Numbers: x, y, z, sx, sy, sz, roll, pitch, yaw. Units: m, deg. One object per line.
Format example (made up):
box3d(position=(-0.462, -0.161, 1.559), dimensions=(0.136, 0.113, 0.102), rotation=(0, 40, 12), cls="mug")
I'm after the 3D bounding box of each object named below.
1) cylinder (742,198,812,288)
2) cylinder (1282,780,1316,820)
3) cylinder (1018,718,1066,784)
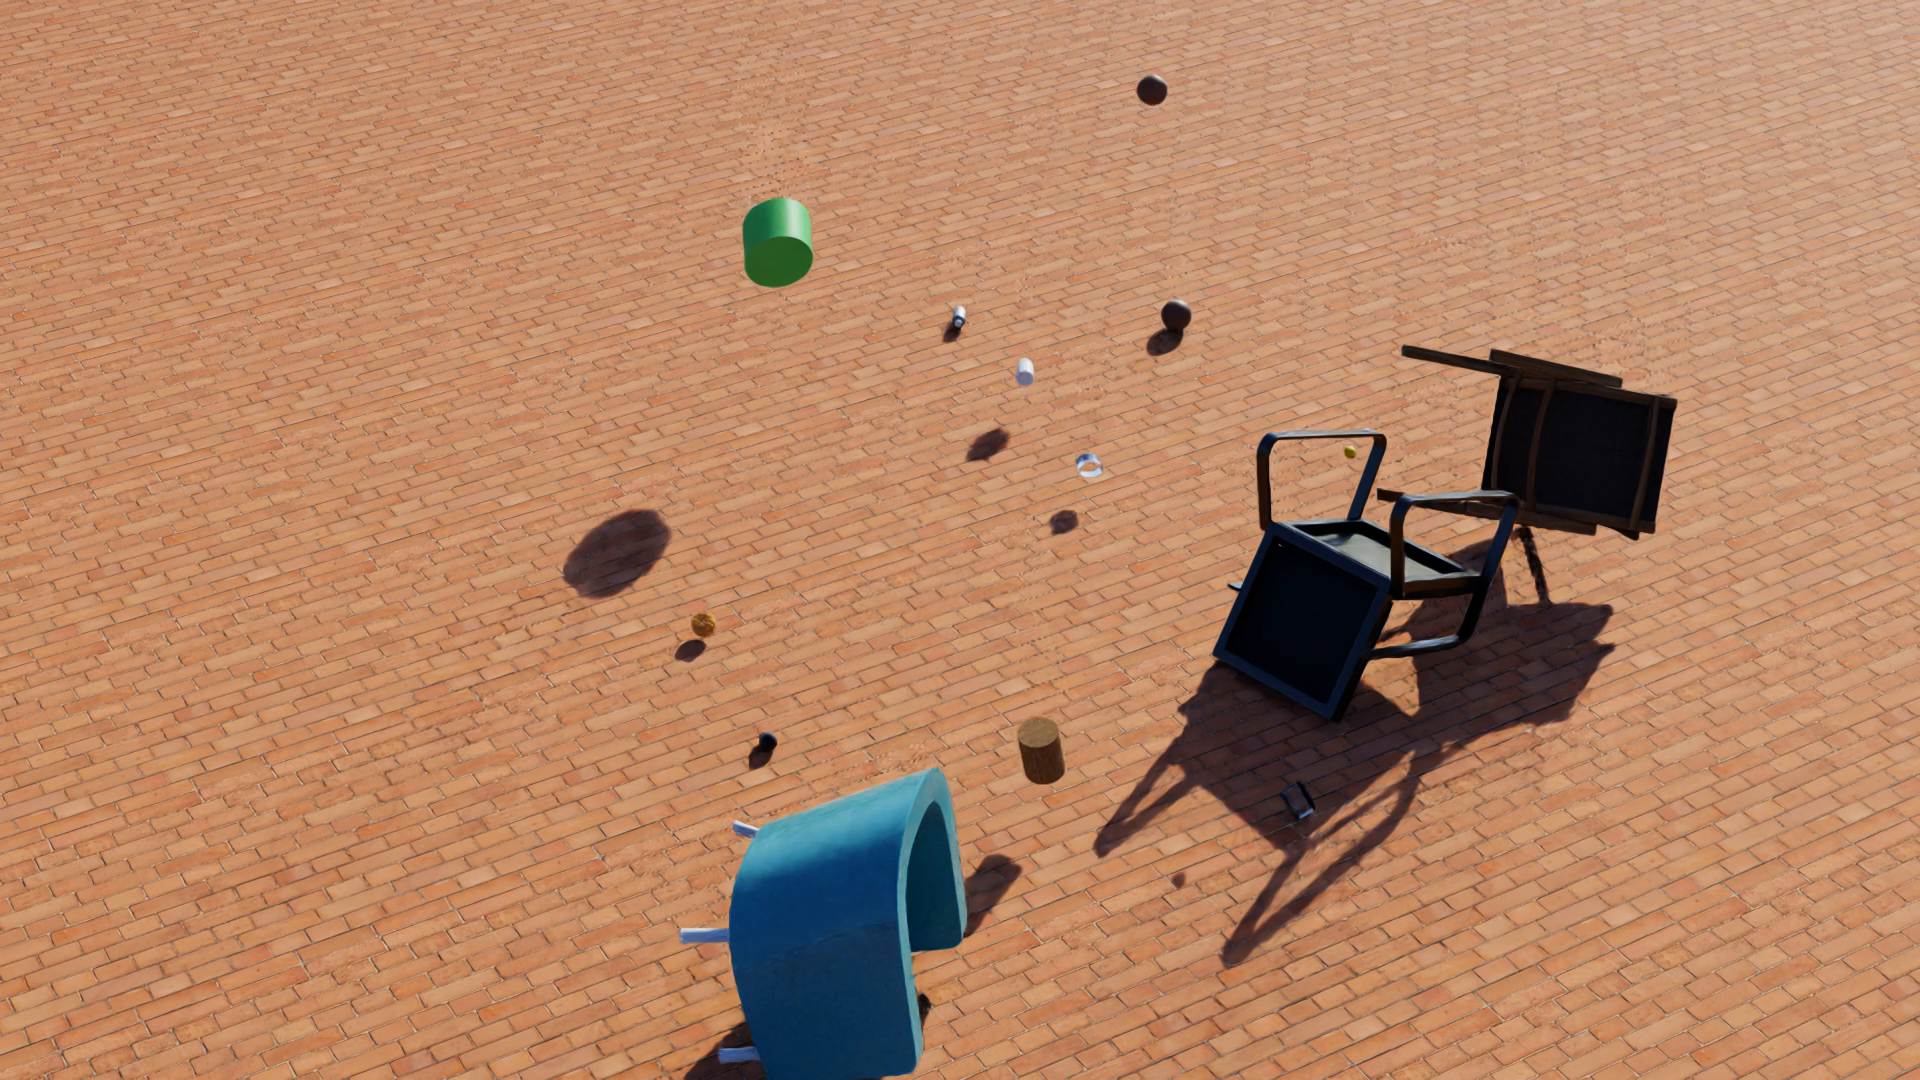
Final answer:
box3d(position=(-0.713, -1.162, 11.463), dimensions=(0.255, 0.290, 0.211), rotation=(21, 44, -29), cls="cylinder")
box3d(position=(1.102, 0.848, 9.552), dimensions=(0.111, 0.066, 0.058), rotation=(60, 22, 11), cls="cylinder")
box3d(position=(0.263, 0.680, 9.459), dimensions=(0.133, 0.165, 0.143), rotation=(-20, 39, -10), cls="cylinder")
